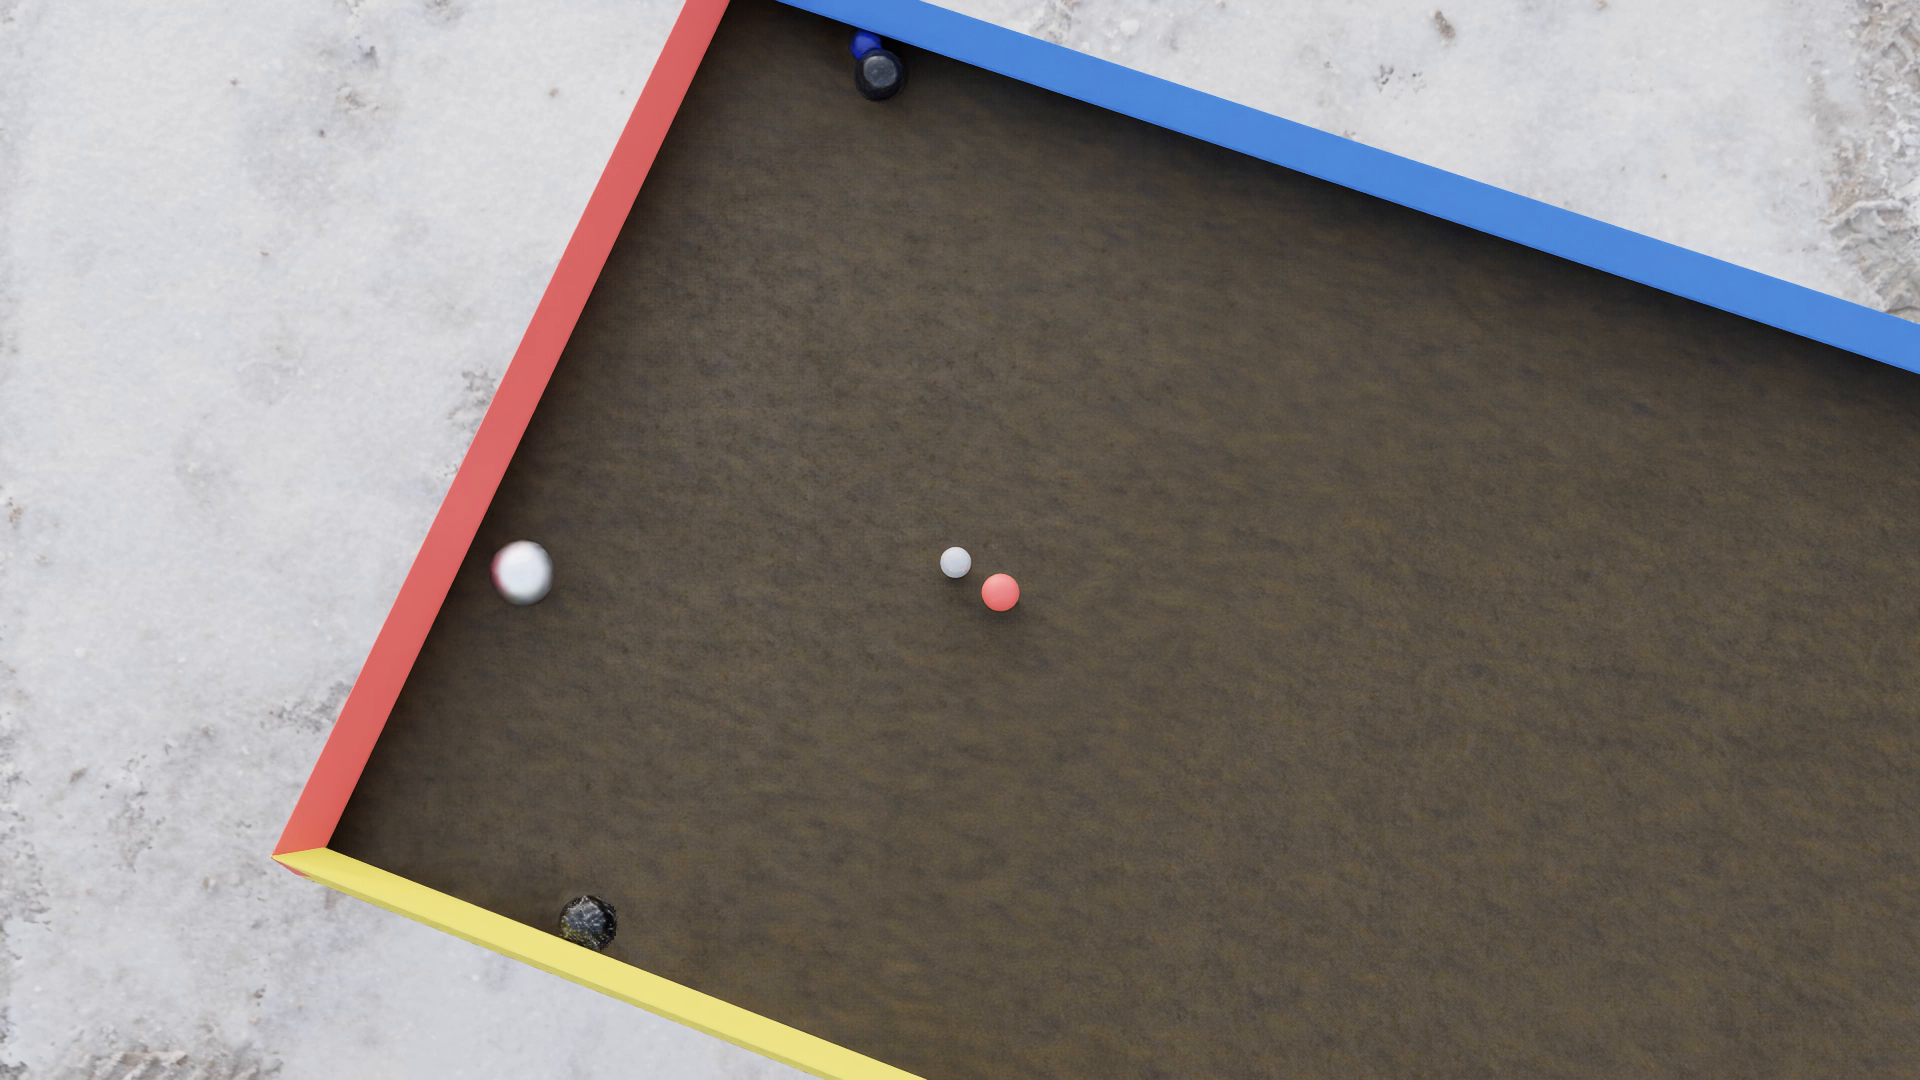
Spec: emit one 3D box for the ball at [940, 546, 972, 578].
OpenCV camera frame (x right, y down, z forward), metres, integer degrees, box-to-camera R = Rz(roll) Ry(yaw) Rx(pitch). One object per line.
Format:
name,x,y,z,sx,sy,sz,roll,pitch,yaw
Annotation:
ball,-0.007,0.035,3.430,0.048,0.048,0.048,0,71,0

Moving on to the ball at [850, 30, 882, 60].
ball,-0.161,-0.840,3.736,0.055,0.055,0.055,0,71,0

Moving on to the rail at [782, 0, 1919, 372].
rail,0.986,-0.478,3.567,2.993,0.130,0.045,20,72,7

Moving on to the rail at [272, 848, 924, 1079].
rail,0.415,0.954,3.060,2.993,0.130,0.045,20,72,7

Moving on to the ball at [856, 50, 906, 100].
ball,-0.133,-0.782,3.699,0.085,0.085,0.085,0,71,0

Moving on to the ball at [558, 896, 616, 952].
ball,-0.547,0.563,3.225,0.083,0.083,0.083,0,71,0

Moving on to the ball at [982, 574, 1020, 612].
ball,0.063,0.081,3.408,0.059,0.059,0.059,0,71,0

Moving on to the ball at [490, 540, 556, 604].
ball,-0.676,0.050,3.397,0.100,0.100,0.100,0,71,0

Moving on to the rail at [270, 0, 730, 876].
rail,-0.678,-0.251,3.486,0.045,0.130,1.670,20,72,7
